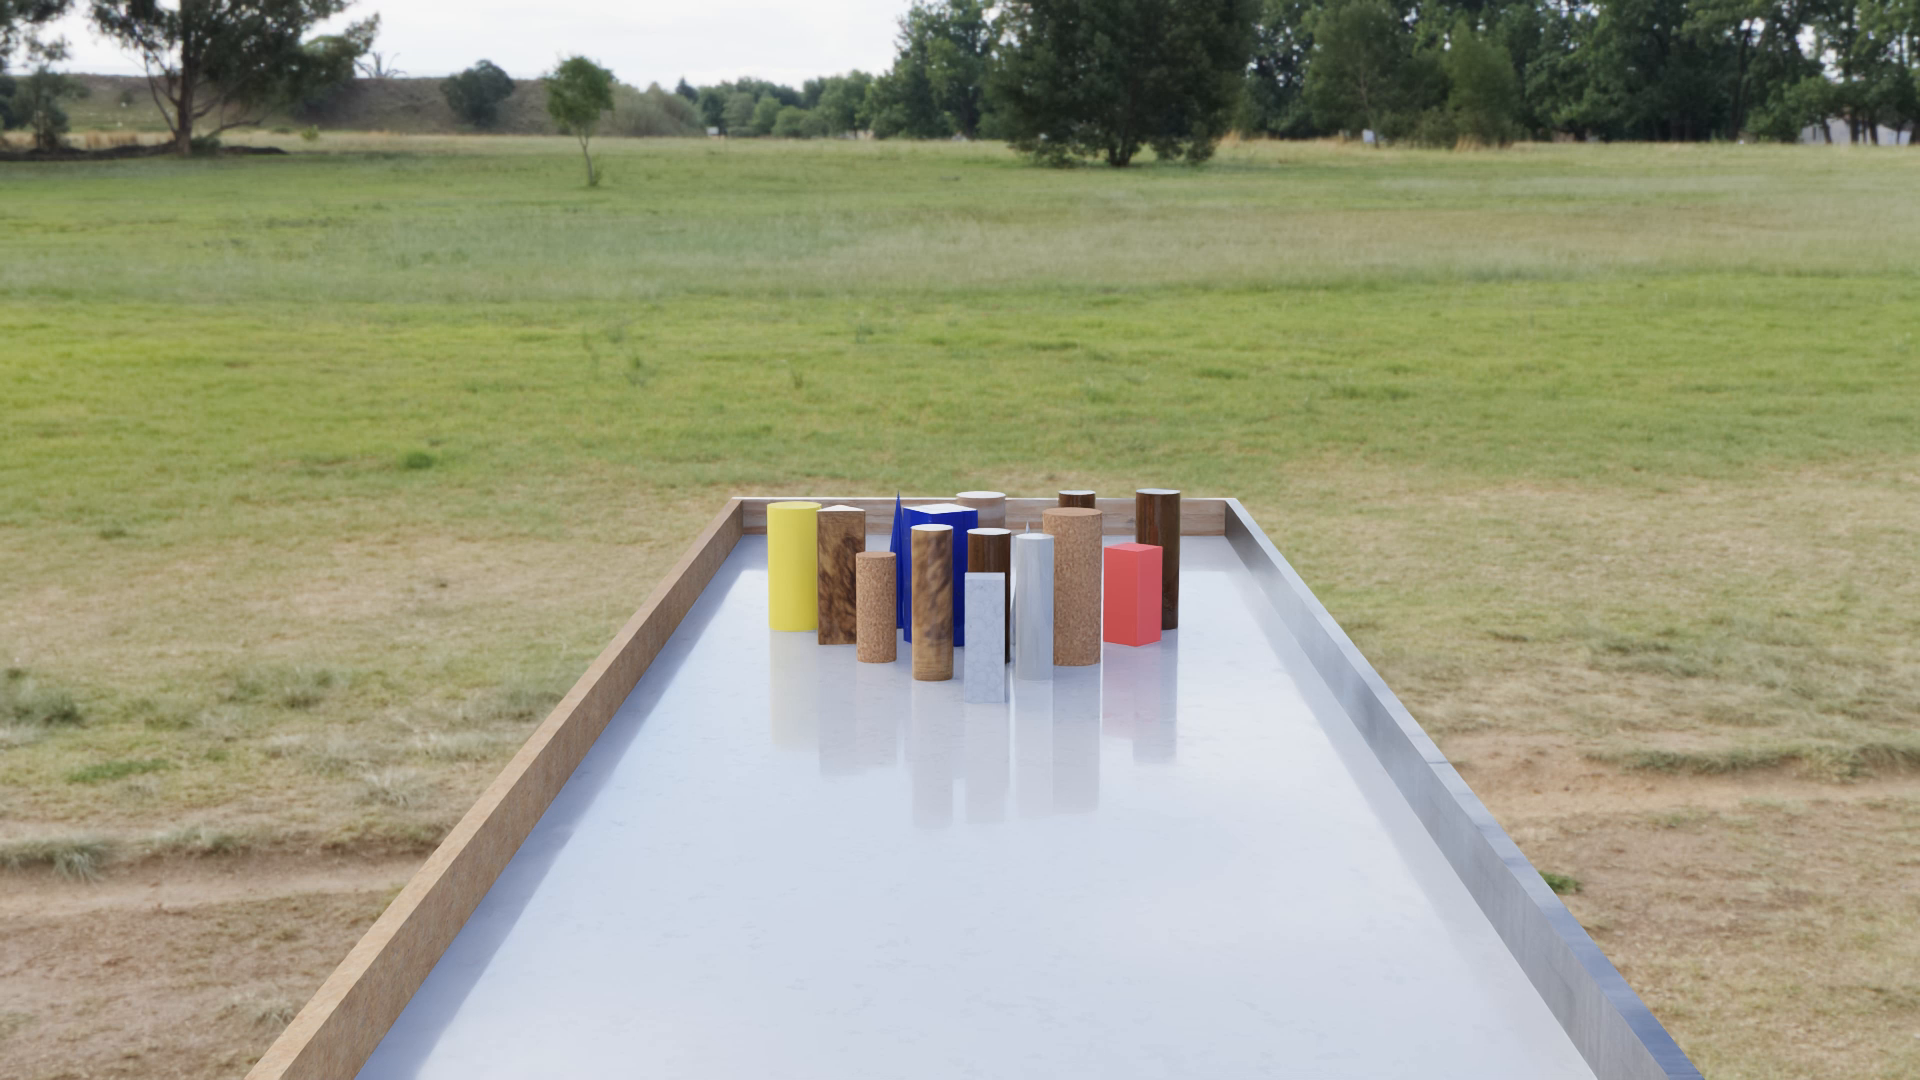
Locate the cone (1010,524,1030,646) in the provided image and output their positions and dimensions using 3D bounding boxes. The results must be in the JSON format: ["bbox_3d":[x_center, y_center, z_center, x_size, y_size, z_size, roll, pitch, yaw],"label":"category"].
[{"bbox_3d":[0.213,0.130,6.940,0.140,0.391,0.140,0,9,0],"label":"cone"}]

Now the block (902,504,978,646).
[{"bbox_3d":[-0.062,0.112,6.934,0.170,0.428,0.170,-6,11,-32],"label":"block"}]

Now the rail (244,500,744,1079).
[{"bbox_3d":[-1.004,0.839,3.234,0.050,0.150,12.000,0,9,1],"label":"rail"}]

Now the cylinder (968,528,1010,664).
[{"bbox_3d":[0.088,0.170,6.662,0.132,0.398,0.132,0,9,0],"label":"cylinder"}]

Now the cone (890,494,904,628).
[{"bbox_3d":[-0.201,0.057,7.214,0.133,0.449,0.133,0,9,0],"label":"cone"}]

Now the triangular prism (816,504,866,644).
[{"bbox_3d":[-0.378,0.108,6.966,0.149,0.426,0.129,-1,9,-5],"label":"triangular prism"}]

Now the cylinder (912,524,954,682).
[{"bbox_3d":[-0.081,0.183,6.432,0.122,0.445,0.122,0,9,0],"label":"cylinder"}]

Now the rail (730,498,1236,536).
[{"bbox_3d":[0.099,-0.098,9.147,2.100,0.150,0.050,0,9,1],"label":"rail"}]

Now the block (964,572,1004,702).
[{"bbox_3d":[0.069,0.273,6.167,0.111,0.349,0.111,0,9,1],"label":"block"}]

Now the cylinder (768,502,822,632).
[{"bbox_3d":[-0.540,0.085,7.191,0.176,0.401,0.176,0,9,0],"label":"cylinder"}]

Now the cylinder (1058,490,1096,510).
[{"bbox_3d":[0.382,0.061,7.213,0.120,0.441,0.120,0,9,0],"label":"cylinder"}]

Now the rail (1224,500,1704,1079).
[{"bbox_3d":[1.046,0.843,3.208,0.050,0.150,12.000,0,9,1],"label":"rail"}]

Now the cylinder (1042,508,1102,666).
[{"bbox_3d":[0.339,0.140,6.663,0.179,0.457,0.179,0,9,0],"label":"cylinder"}]

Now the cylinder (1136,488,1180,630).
[{"bbox_3d":[0.645,0.062,7.191,0.146,0.447,0.146,0,9,0],"label":"cylinder"}]

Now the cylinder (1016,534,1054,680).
[{"bbox_3d":[0.219,0.195,6.443,0.111,0.418,0.111,0,9,0],"label":"cylinder"}]

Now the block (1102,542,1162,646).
[{"bbox_3d":[0.546,0.171,6.963,0.132,0.302,0.132,8,12,40],"label":"block"}]

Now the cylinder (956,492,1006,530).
[{"bbox_3d":[0.068,0.068,7.192,0.160,0.435,0.160,0,9,0],"label":"cylinder"}]

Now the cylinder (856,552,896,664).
[{"bbox_3d":[-0.254,0.204,6.687,0.122,0.325,0.122,0,9,0],"label":"cylinder"}]
